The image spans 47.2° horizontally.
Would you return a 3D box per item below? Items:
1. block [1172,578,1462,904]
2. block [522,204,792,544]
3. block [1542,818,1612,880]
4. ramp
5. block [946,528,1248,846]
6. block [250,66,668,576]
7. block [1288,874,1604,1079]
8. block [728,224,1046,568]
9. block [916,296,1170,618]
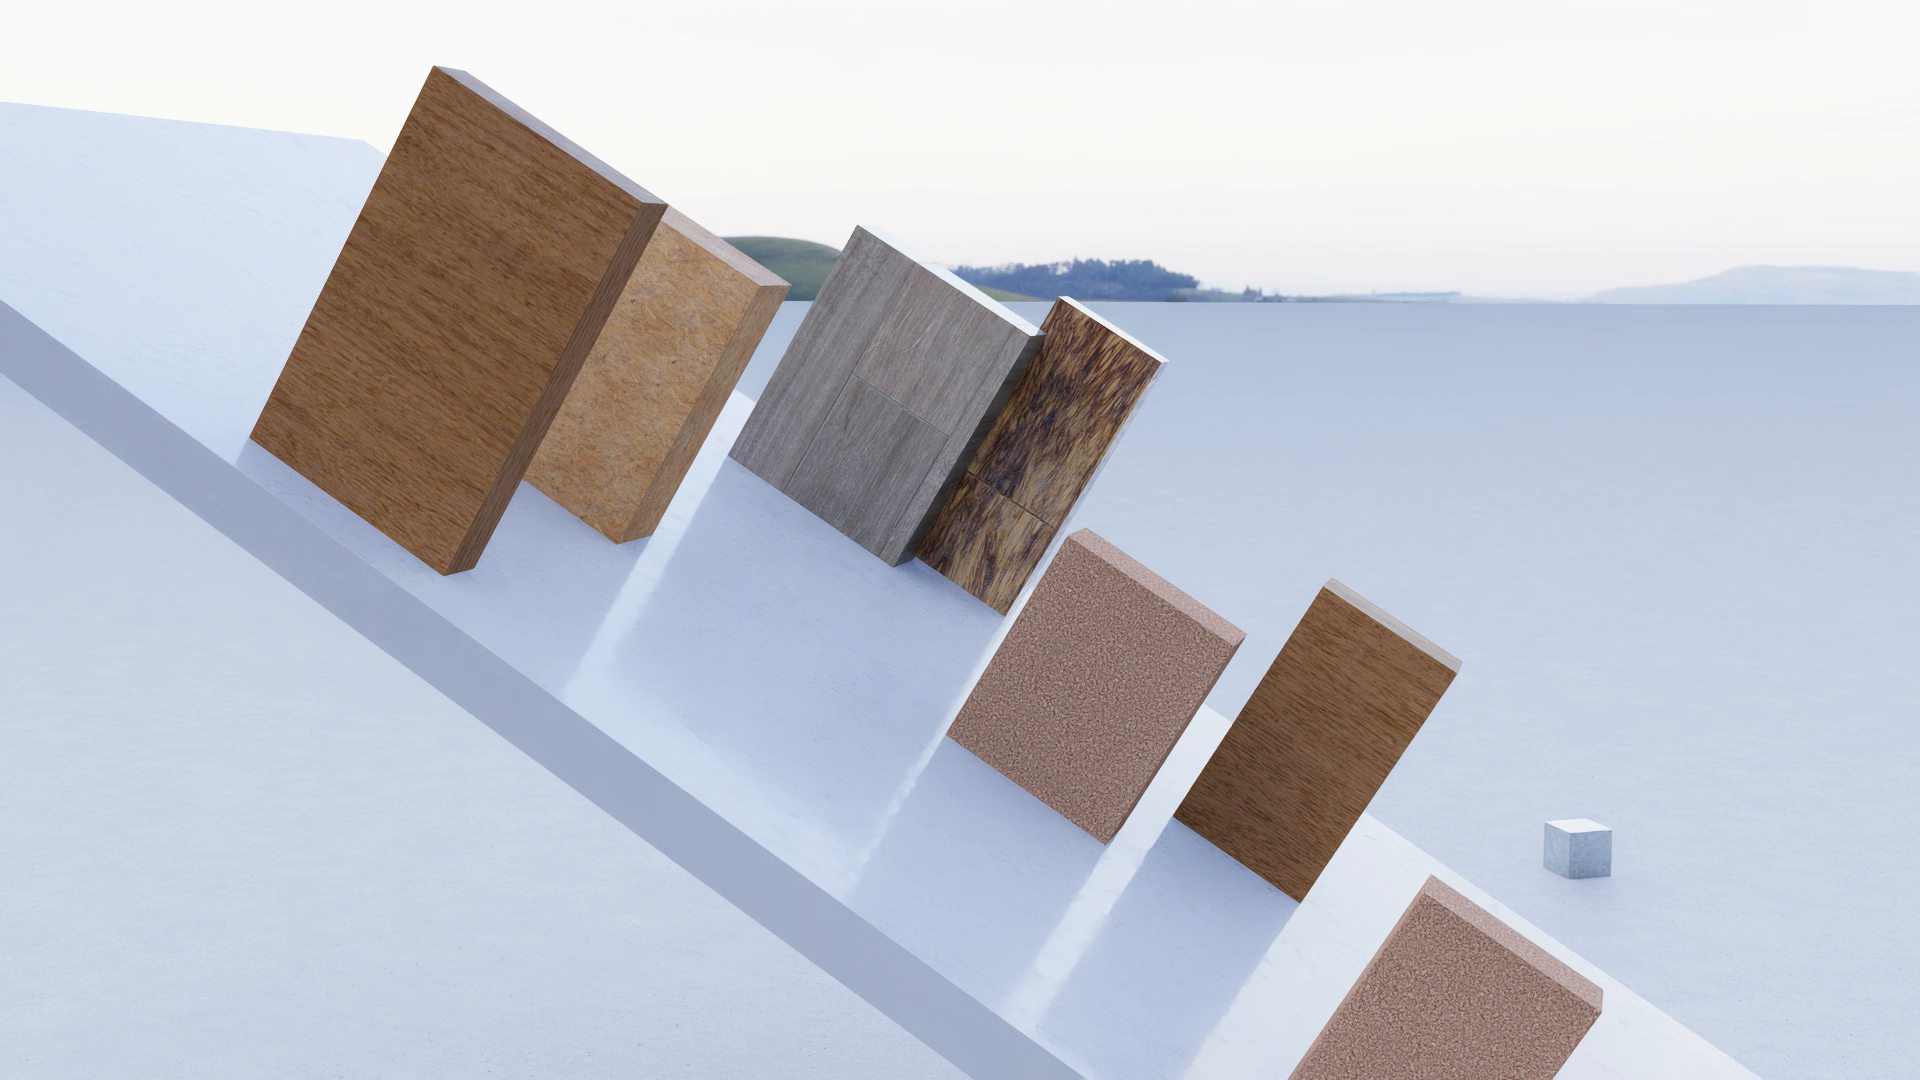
[{"bbox_3d":[0.670,0.375,4.135,0.288,0.530,0.127,34,15,11],"label":"block"},{"bbox_3d":[-0.566,-0.298,3.903,0.283,0.532,0.147,34,15,11],"label":"block"},{"bbox_3d":[1.914,0.957,6.818,0.147,0.147,0.147,-2,7,-16],"label":"block"},{"bbox_3d":[-0.159,0.263,4.115,4.000,0.100,2.000,34,15,11],"label":"ramp"},{"bbox_3d":[0.240,0.255,3.886,0.344,0.426,0.134,34,15,11],"label":"block"},{"bbox_3d":[-0.772,-0.330,3.356,0.394,0.658,0.093,34,15,11],"label":"block"},{"bbox_3d":[0.704,0.748,3.238,0.294,0.401,0.106,34,15,11],"label":"block"},{"bbox_3d":[-0.158,-0.306,4.653,0.438,0.572,0.132,34,15,11],"label":"block"},{"bbox_3d":[0.164,-0.177,4.718,0.260,0.646,0.082,34,15,11],"label":"block"}]
